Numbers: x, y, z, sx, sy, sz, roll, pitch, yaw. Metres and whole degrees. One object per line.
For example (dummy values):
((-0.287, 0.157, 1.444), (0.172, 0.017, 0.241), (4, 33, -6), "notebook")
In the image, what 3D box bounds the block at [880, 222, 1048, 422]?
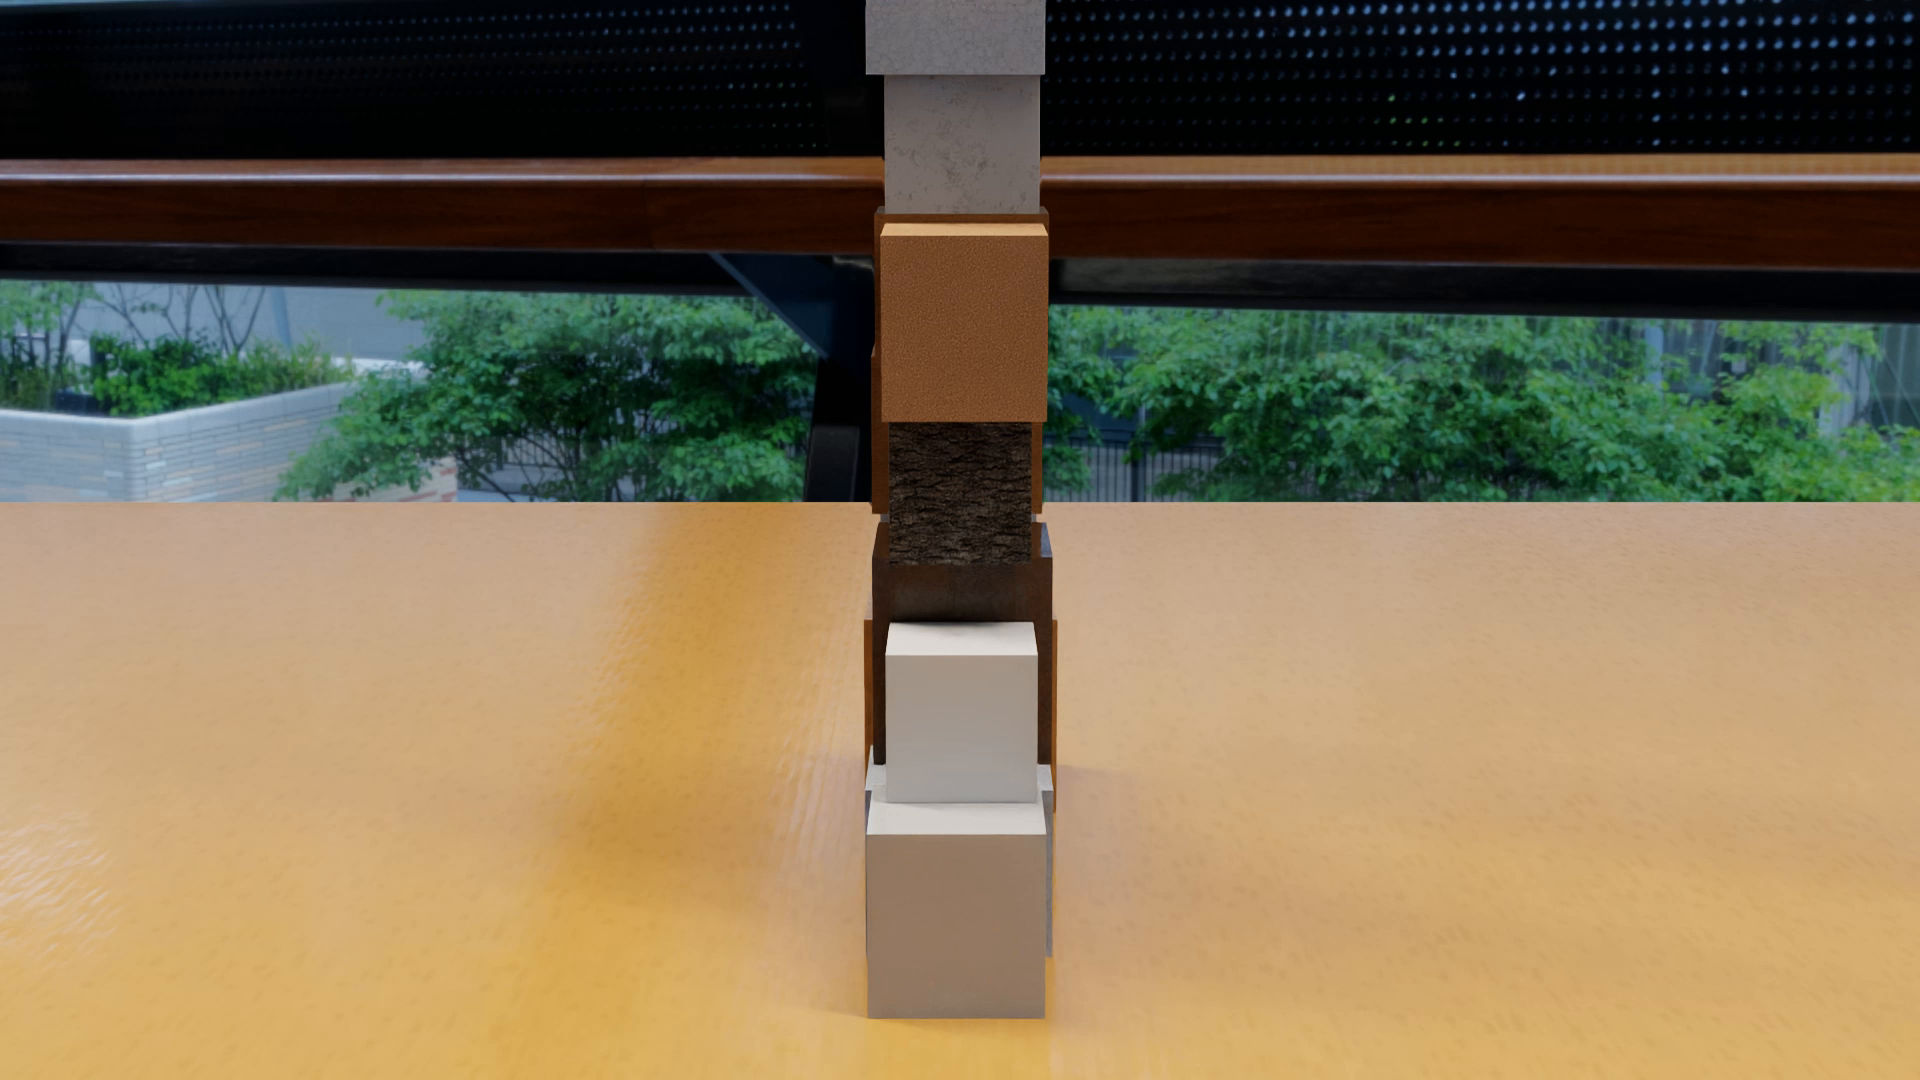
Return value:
((0.017, -0.886, 10.324), (0.650, 0.729, 0.665), (0, 11, 0), "block")

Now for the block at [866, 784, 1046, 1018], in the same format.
((-0.013, 1.387, 9.924), (0.668, 0.720, 0.671), (0, 10, 0), "block")

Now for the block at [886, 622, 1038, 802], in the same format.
((0.006, 0.675, 10.206), (0.584, 0.582, 0.648), (0, 9, 0), "block")

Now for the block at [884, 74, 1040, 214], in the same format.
((0.009, -1.681, 10.853), (0.638, 0.566, 0.633), (0, 10, 0), "block")

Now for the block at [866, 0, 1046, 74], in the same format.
((-0.019, -2.305, 10.739), (0.730, 0.703, 0.725), (0, 10, 0), "block")

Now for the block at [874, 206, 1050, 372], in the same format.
((0.007, -1.083, 10.970), (0.722, 0.652, 0.669), (0, 10, 0), "block")

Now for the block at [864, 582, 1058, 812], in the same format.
((0.003, 0.764, 12.710), (0.920, 0.949, 0.903), (0, 10, 0), "block")

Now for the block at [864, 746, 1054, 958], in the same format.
((-0.004, 1.275, 10.608), (0.750, 0.695, 0.695), (0, 10, 0), "block")

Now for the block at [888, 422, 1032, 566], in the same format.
((0.001, -0.244, 10.487), (0.566, 0.594, 0.549), (0, 11, 0), "block")

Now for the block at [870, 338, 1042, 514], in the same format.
((-0.013, -0.530, 11.667), (0.758, 0.705, 0.646), (0, 12, 0), "block")

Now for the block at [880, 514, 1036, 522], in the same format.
((-0.007, 0.035, 12.284), (0.726, 0.639, 0.658), (0, 10, 0), "block")

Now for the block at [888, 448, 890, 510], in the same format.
((-0.007, -0.337, 11.059), (0.582, 0.576, 0.602), (0, 10, 0), "block")

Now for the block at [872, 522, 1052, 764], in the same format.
((0.010, 0.424, 10.913), (0.735, 0.870, 0.822), (0, 10, 0), "block")
